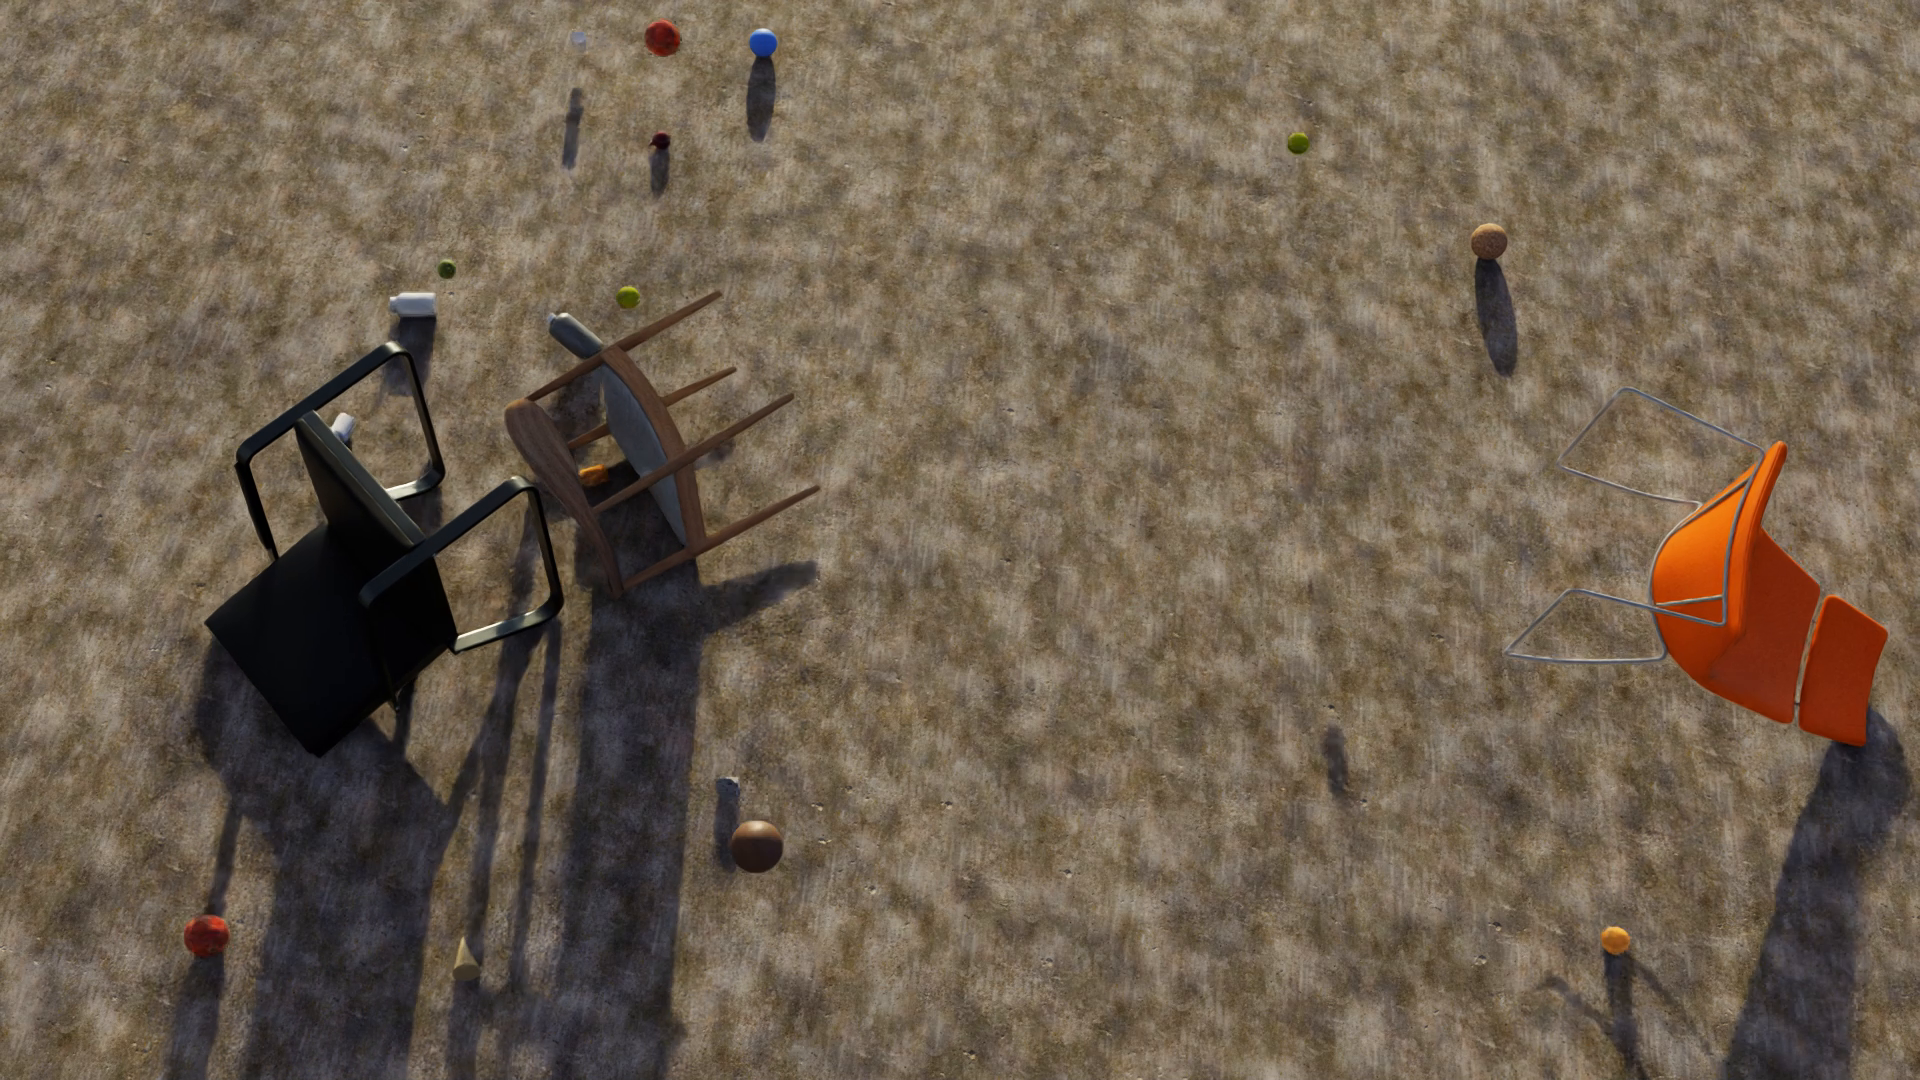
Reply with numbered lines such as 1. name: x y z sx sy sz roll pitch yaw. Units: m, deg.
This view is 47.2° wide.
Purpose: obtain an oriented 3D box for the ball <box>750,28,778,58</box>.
1. ball: -0.688 -1.736 7.680 0.098 0.098 0.098 0 56 0

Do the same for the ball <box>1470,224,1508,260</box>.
1. ball: 1.722 -0.971 7.154 0.118 0.118 0.118 0 56 0

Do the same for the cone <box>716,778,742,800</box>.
1. cone: -0.628 0.675 6.103 0.080 0.067 0.063 17 29 17
